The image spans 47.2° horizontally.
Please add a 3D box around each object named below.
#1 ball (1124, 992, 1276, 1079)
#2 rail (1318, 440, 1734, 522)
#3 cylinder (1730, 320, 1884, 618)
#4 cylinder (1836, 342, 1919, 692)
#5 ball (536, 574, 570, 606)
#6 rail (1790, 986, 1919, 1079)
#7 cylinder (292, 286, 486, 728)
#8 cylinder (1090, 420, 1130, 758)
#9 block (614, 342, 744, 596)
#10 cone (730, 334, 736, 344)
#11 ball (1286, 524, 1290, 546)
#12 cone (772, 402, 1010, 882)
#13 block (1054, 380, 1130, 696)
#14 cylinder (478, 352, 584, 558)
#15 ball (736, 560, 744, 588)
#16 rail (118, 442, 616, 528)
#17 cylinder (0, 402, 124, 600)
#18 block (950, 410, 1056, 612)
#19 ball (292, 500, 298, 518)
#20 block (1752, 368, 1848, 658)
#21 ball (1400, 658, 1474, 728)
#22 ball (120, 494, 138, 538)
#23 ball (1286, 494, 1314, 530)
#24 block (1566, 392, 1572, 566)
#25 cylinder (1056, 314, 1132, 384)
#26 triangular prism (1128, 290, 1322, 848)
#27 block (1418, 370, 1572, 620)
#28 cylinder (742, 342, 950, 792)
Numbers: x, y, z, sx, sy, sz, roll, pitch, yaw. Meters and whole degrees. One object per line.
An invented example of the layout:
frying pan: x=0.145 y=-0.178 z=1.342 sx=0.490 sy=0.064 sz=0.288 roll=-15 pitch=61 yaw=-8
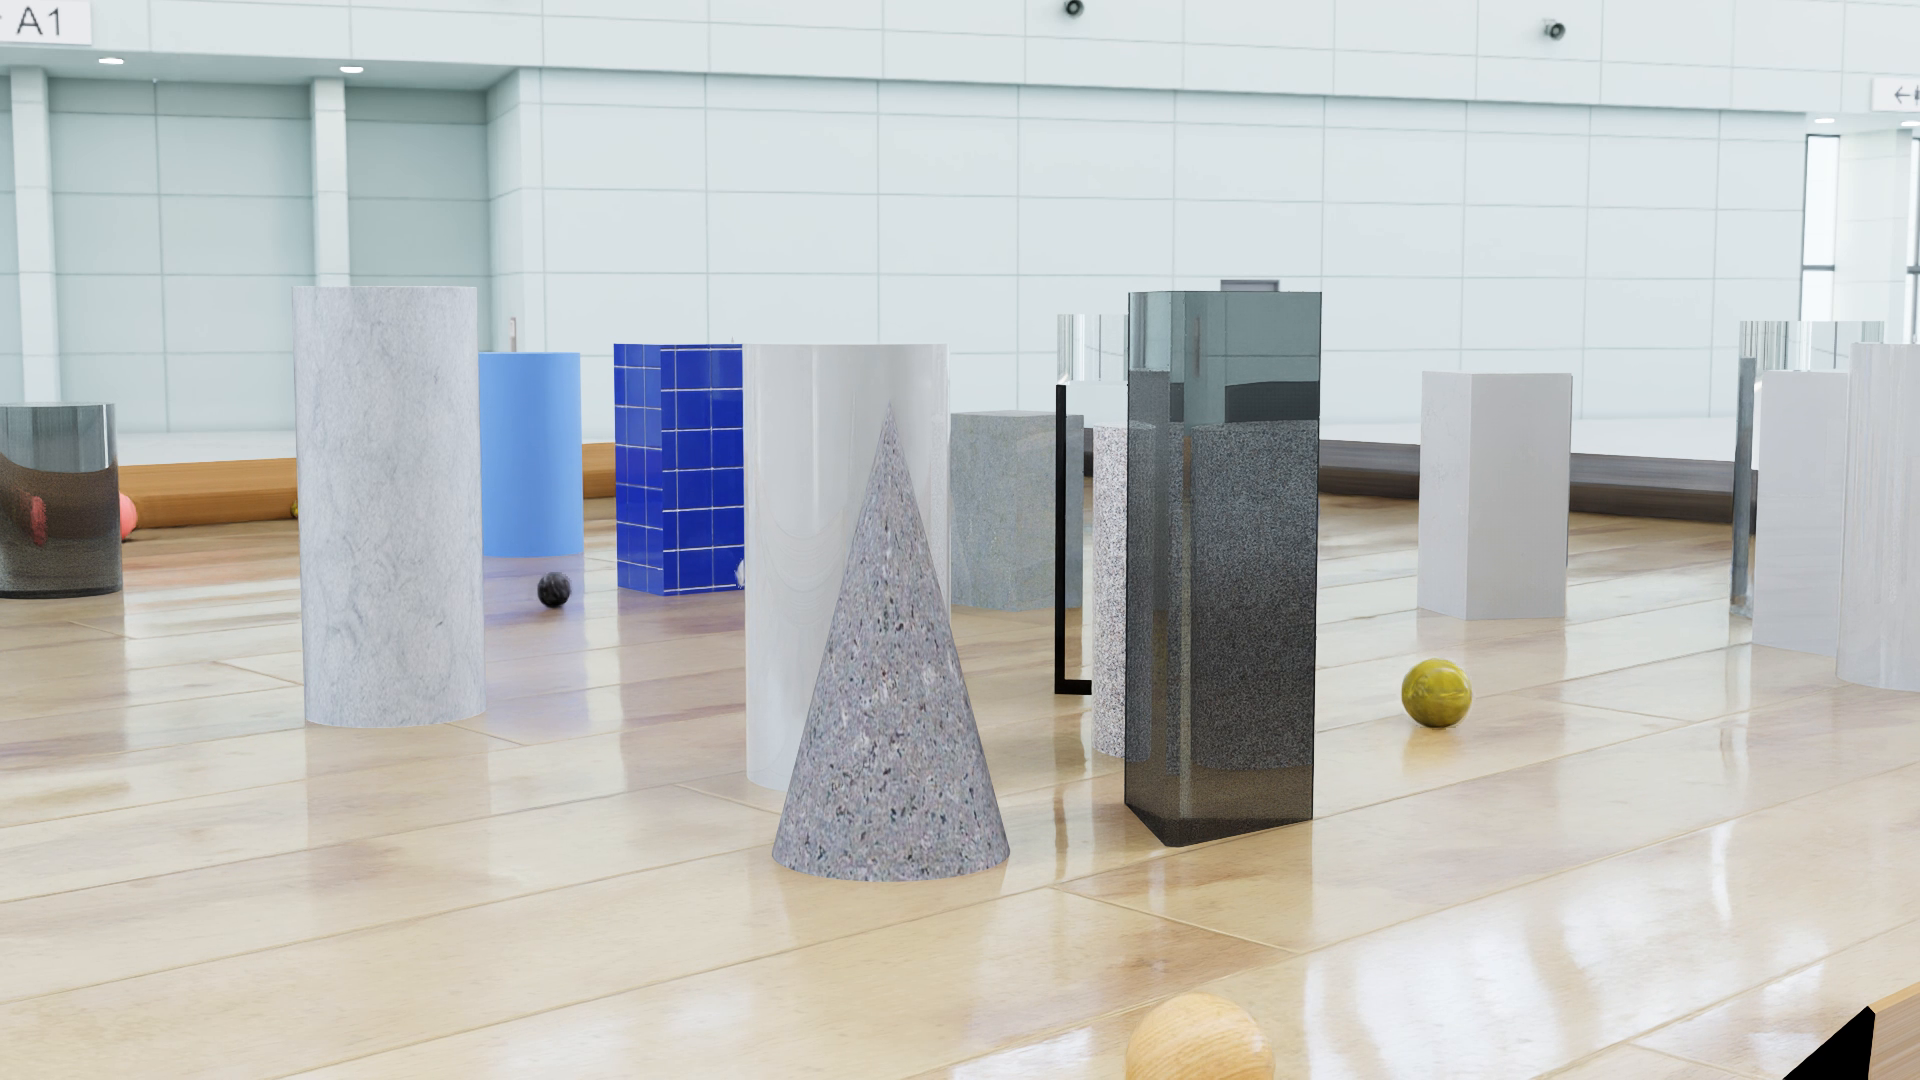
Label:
ball: x=0.128 y=0.283 z=1.179 sx=0.080 sy=0.080 sz=0.080 roll=0 pitch=6 yaw=0
rail: x=1.499 y=-0.110 z=4.708 sx=0.045 sy=0.128 sz=4.001 roll=-5 pitch=8 yaw=-42
cylinder: x=1.236 y=-0.105 z=3.215 sx=0.197 sy=0.429 sz=0.197 roll=0 pitch=6 yaw=0
cylinder: x=1.166 y=-0.033 z=2.641 sx=0.197 sy=0.405 sz=0.197 roll=0 pitch=6 yaw=0
ball: x=-0.611 y=0.076 z=3.309 sx=0.050 sy=0.050 sz=0.050 roll=0 pitch=6 yaw=0
rail: x=1.341 y=0.184 z=1.887 sx=4.128 sy=0.128 sz=0.045 roll=-5 pitch=8 yaw=-42
cylinder: x=-0.628 y=-0.043 z=2.426 sx=0.197 sy=0.469 sz=0.197 roll=0 pitch=6 yaw=0
cylinder: x=0.233 y=0.047 z=2.243 sx=0.197 sy=0.329 sz=0.197 roll=0 pitch=6 yaw=0
block: x=-0.445 y=-0.118 z=3.522 sx=0.157 sy=0.391 sz=0.157 roll=-4 pitch=7 yaw=-36
cone: x=-0.450 y=-0.210 z=4.377 sx=0.197 sy=0.398 sz=0.197 roll=0 pitch=6 yaw=0
ball: x=0.557 y=-0.010 z=3.985 sx=0.079 sy=0.079 sz=0.079 roll=0 pitch=6 yaw=0
cone: x=-0.057 y=0.071 z=1.797 sx=0.197 sy=0.373 sz=0.197 roll=0 pitch=6 yaw=0
block: x=0.200 y=-0.006 z=2.605 sx=0.157 sy=0.359 sz=0.157 roll=1 pitch=6 yaw=9
cylinder: x=-0.796 y=-0.161 z=4.052 sx=0.197 sy=0.367 sz=0.197 roll=0 pitch=6 yaw=0
ball: x=-0.320 y=0.054 z=3.460 sx=0.063 sy=0.063 sz=0.063 roll=0 pitch=6 yaw=0
rail: x=-1.341 y=-0.118 z=4.777 sx=4.128 sy=0.128 sz=0.045 roll=-5 pitch=8 yaw=-42
cylinder: x=-1.434 y=-0.066 z=3.478 sx=0.197 sy=0.297 sz=0.197 roll=0 pitch=6 yaw=0
block: x=0.082 y=-0.049 z=3.350 sx=0.157 sy=0.289 sz=0.157 roll=6 pitch=8 yaw=44
ball: x=-1.404 y=-0.066 z=4.695 sx=0.044 sy=0.044 sz=0.044 roll=0 pitch=6 yaw=0
block: x=1.169 y=-0.040 z=2.899 sx=0.157 sy=0.365 sz=0.157 roll=-3 pitch=7 yaw=-28
ball: x=0.509 y=0.163 z=2.349 sx=0.075 sy=0.075 sz=0.075 roll=0 pitch=6 yaw=0
ball: x=-1.637 y=-0.045 z=4.235 sx=0.098 sy=0.098 sz=0.098 roll=0 pitch=6 yaw=0
ball: x=0.688 y=-0.057 z=4.486 sx=0.071 sy=0.071 sz=0.071 roll=0 pitch=6 yaw=0
block: x=0.947 y=-0.118 z=3.808 sx=0.157 sy=0.332 sz=0.157 roll=5 pitch=8 yaw=42
cylinder: x=0.298 y=-0.247 z=4.541 sx=0.197 sy=0.436 sz=0.197 roll=0 pitch=6 yaw=0
triangular prism: x=0.198 y=0.015 z=1.916 sx=0.170 sy=0.460 sz=0.148 roll=-5 pitch=8 yaw=-38
block: x=0.785 y=-0.070 z=3.240 sx=0.157 sy=0.355 sz=0.157 roll=-2 pitch=6 yaw=-14
cylinder: x=-0.107 y=0.019 z=2.100 sx=0.197 sy=0.414 sz=0.197 roll=0 pitch=6 yaw=0
